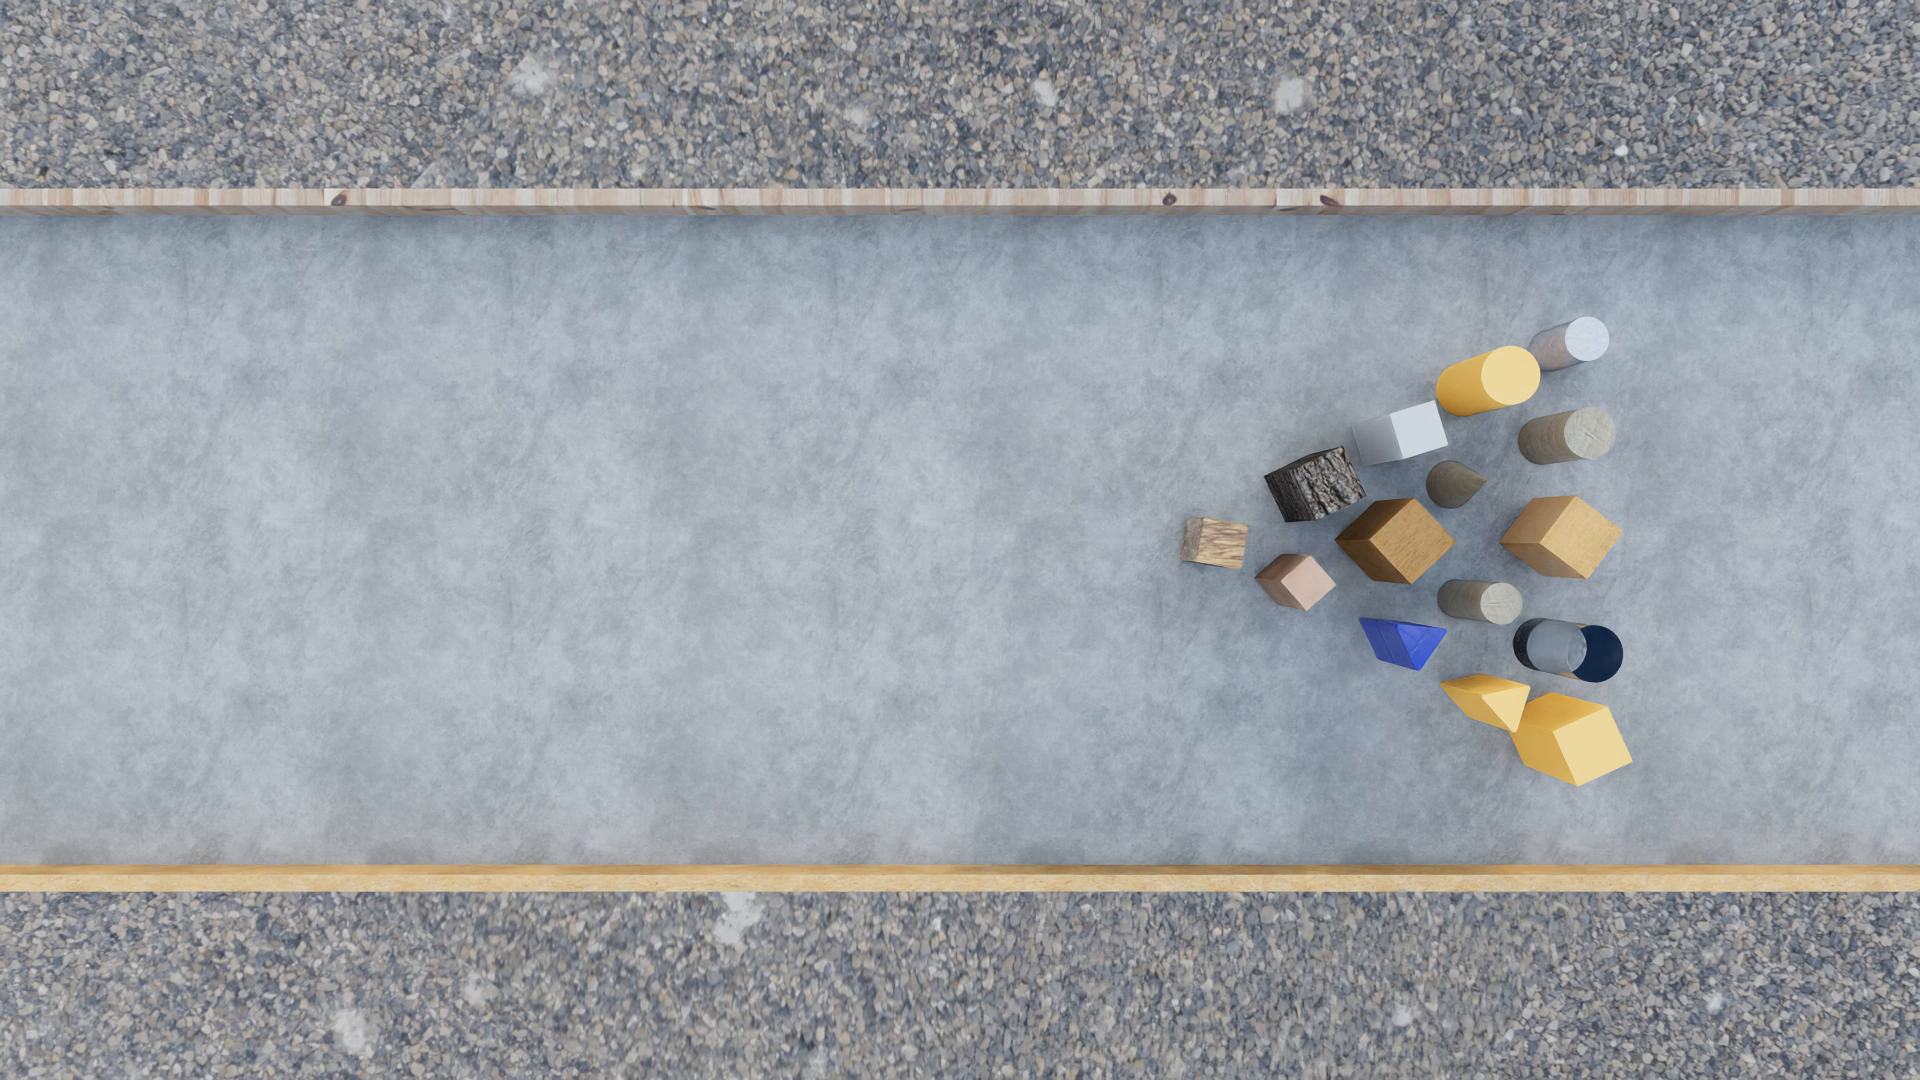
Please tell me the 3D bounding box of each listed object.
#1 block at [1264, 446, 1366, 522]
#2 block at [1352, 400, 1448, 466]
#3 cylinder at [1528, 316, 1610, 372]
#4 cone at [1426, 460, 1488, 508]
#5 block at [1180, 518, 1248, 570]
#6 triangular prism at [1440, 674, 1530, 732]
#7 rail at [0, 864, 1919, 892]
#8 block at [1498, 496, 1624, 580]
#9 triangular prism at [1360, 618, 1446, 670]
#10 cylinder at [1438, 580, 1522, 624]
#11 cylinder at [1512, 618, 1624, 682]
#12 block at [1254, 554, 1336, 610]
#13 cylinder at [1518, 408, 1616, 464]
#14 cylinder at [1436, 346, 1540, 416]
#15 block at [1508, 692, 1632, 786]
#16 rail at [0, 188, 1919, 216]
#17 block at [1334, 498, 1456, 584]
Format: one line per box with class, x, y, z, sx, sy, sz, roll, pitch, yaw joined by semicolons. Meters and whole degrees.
block;1.039;-0.160;4.856;0.158;0.441;0.158;-26;90;0
block;1.286;-0.310;4.848;0.131;0.457;0.131;-17;90;0
cylinder;1.814;-0.582;4.923;0.128;0.306;0.128;0;90;0
cone;1.509;-0.171;4.892;0.150;0.370;0.150;0;90;0
block;0.749;0.010;4.890;0.129;0.373;0.129;10;90;0
triangular prism;1.565;0.453;4.868;0.119;0.417;0.137;-42;90;0
rail;-2.247;1.025;5.001;12.000;0.150;0.050;0;90;0
block;1.778;-0.008;4.897;0.172;0.358;0.172;37;90;0
triangular prism;1.280;0.276;4.859;0.122;0.435;0.141;35;90;0
cylinder;1.528;0.179;4.865;0.118;0.424;0.118;0;90;0
cylinder;1.783;0.320;4.855;0.163;0.442;0.163;0;90;0
block;0.984;0.121;4.866;0.112;0.420;0.112;-41;90;0
cylinder;1.790;-0.305;4.882;0.147;0.390;0.147;0;90;0
cylinder;1.548;-0.463;4.857;0.166;0.440;0.166;0;90;0
block;1.778;0.580;4.856;0.170;0.441;0.170;-24;90;0
rail;-2.247;-1.025;5.002;12.000;0.150;0.050;0;90;0
block;1.274;0.003;4.859;0.174;0.435;0.174;-43;90;0
